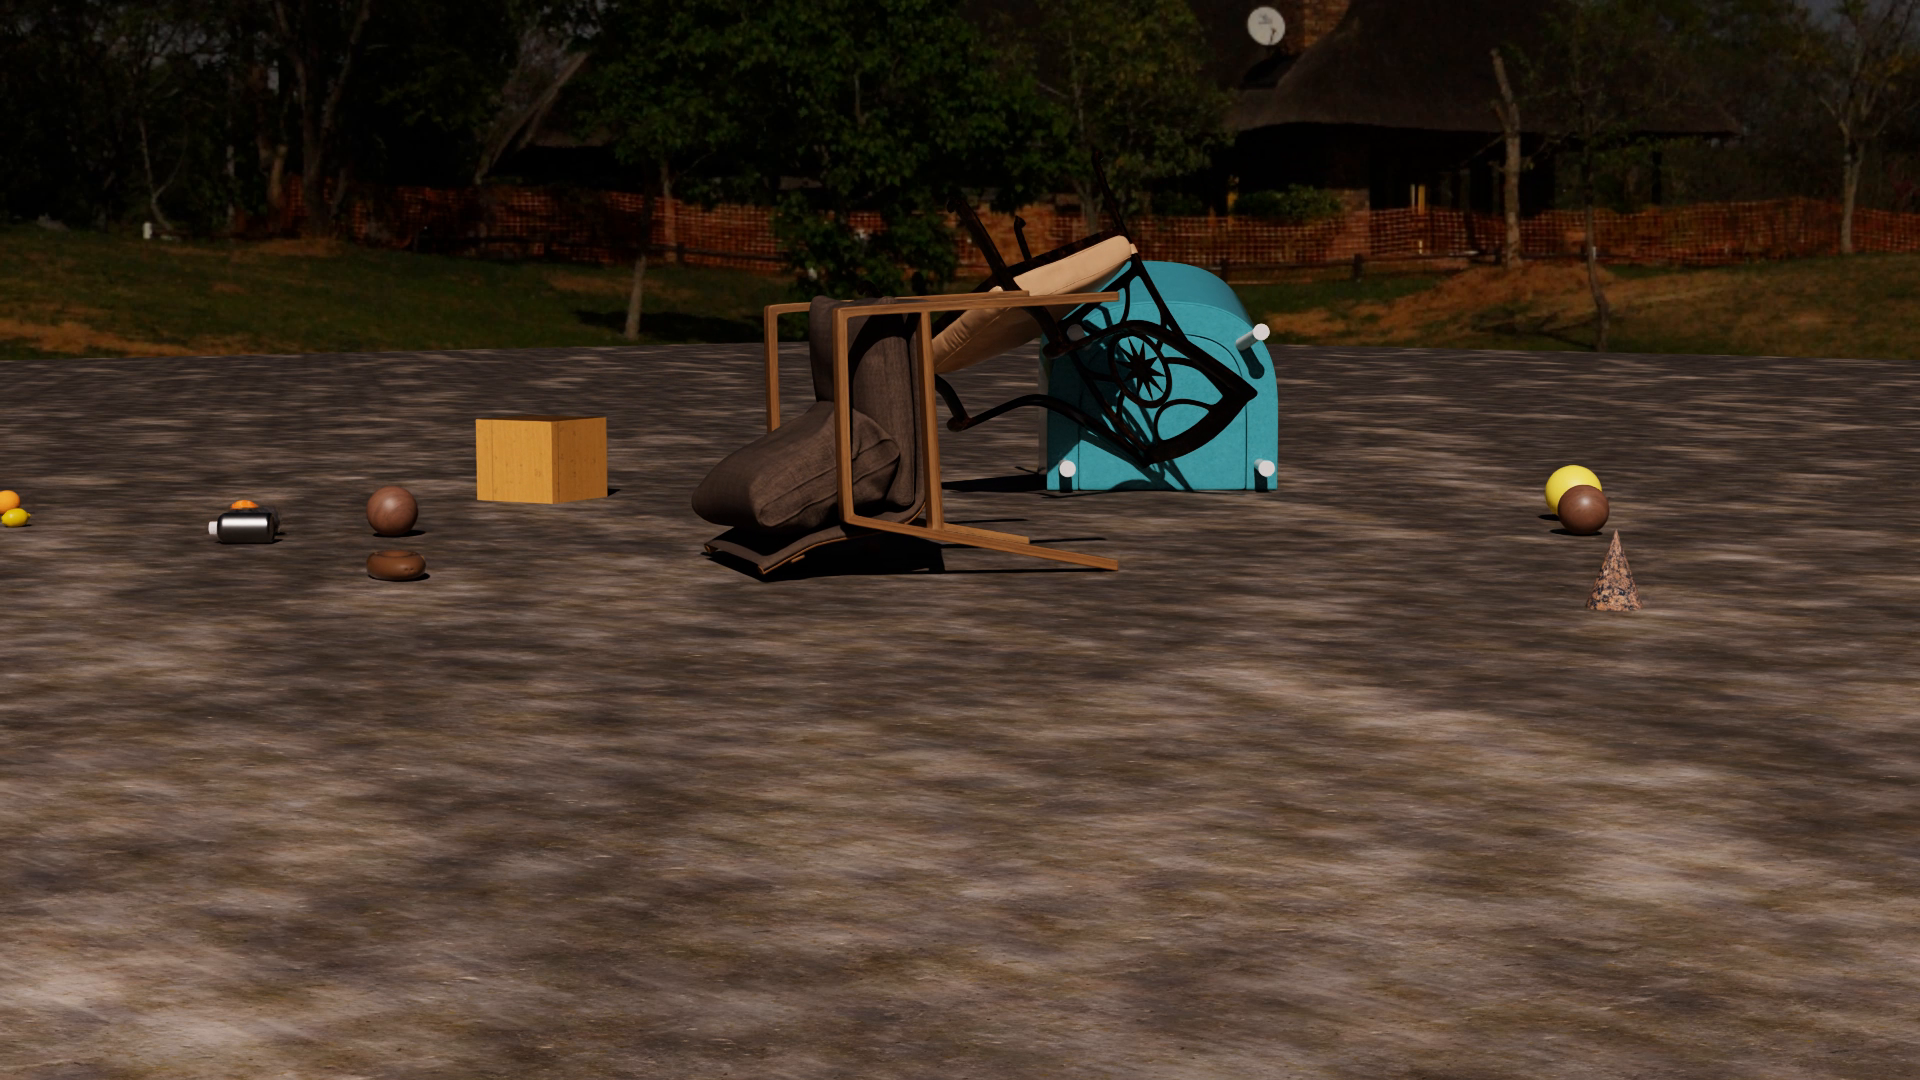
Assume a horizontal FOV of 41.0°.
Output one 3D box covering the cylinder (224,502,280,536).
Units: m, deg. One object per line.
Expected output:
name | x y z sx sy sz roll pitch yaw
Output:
cylinder | -1.791 -0.046 6.494 0.096 0.075 0.096 -15 -21 23

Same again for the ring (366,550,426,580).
ring | -1.235 0.056 5.617 0.122 0.053 0.222 -4 7 -27

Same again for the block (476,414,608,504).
block | -1.238 -0.242 7.600 0.273 0.238 0.271 3 7 28

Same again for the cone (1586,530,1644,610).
cone | 1.304 0.055 5.106 0.118 0.158 0.105 -2 6 -20

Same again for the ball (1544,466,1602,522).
ball | 1.650 -0.126 6.902 0.150 0.150 0.150 0 6 0
